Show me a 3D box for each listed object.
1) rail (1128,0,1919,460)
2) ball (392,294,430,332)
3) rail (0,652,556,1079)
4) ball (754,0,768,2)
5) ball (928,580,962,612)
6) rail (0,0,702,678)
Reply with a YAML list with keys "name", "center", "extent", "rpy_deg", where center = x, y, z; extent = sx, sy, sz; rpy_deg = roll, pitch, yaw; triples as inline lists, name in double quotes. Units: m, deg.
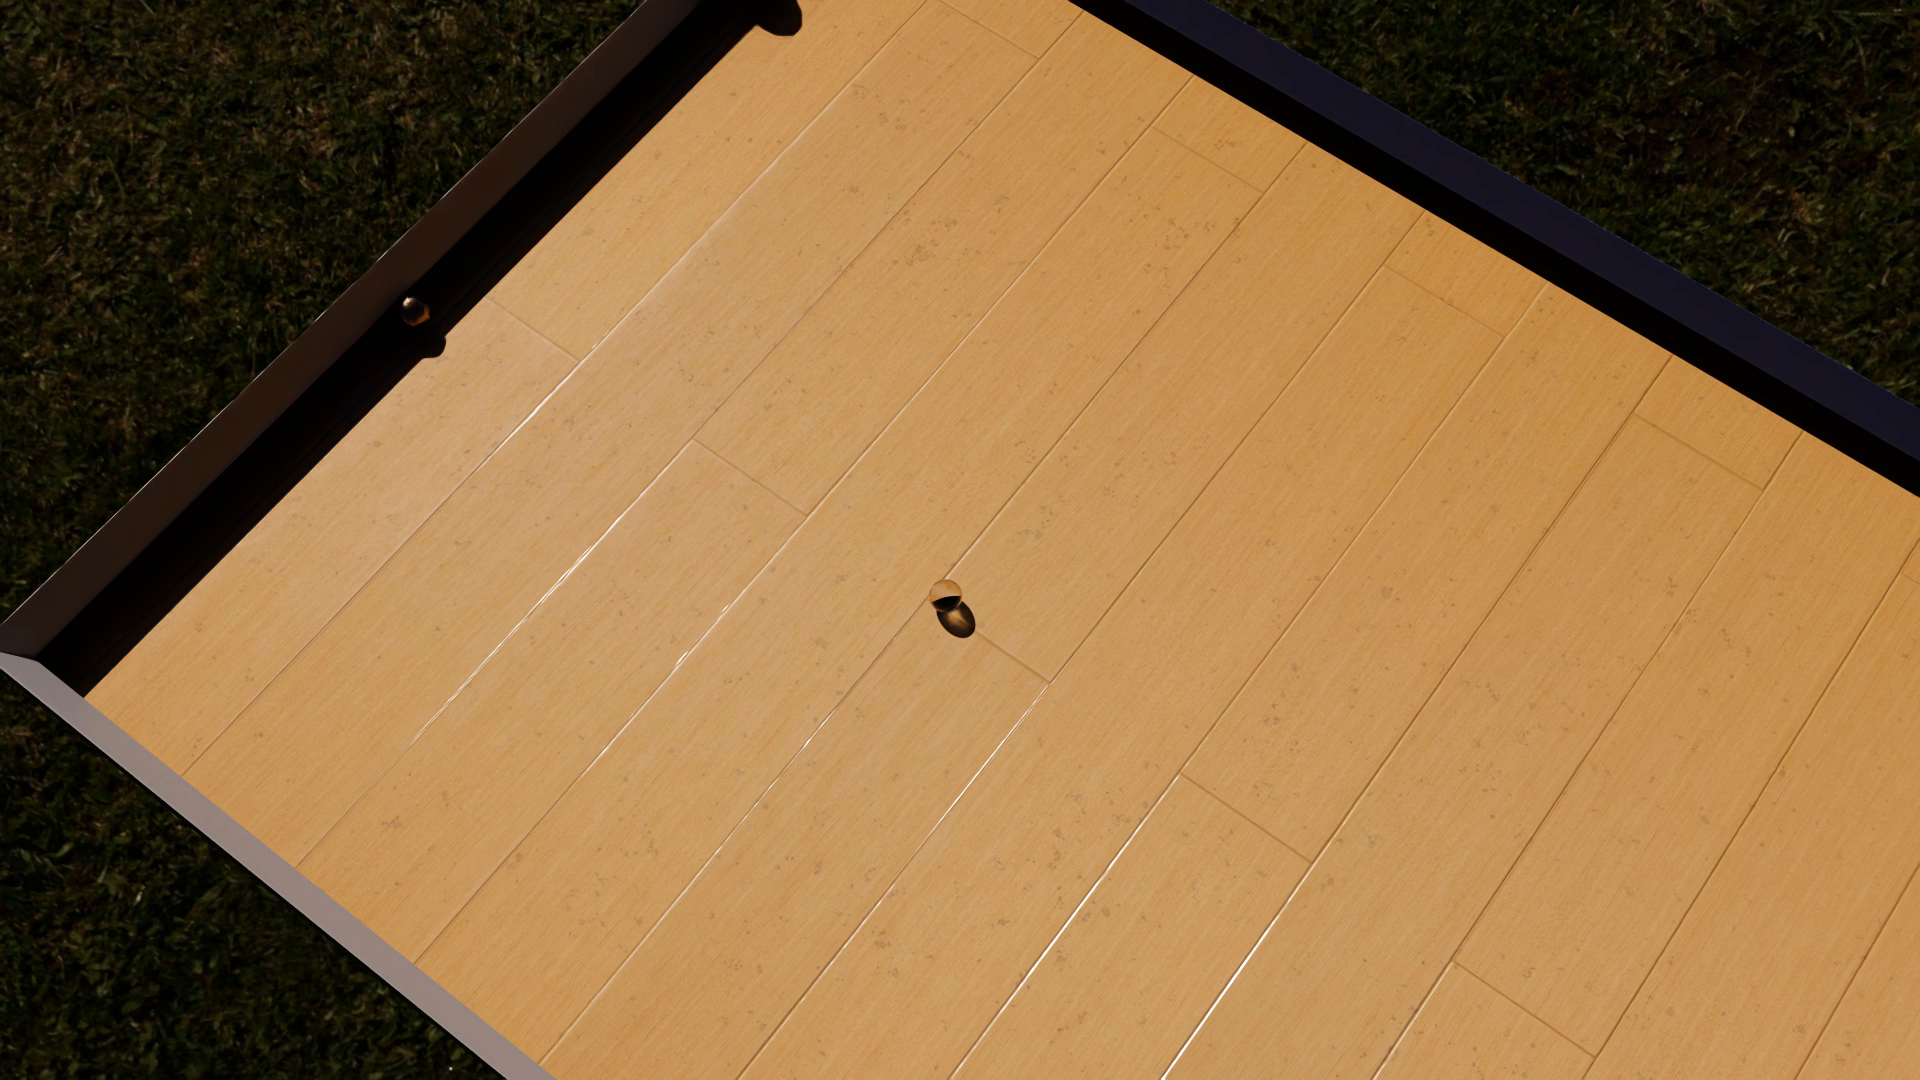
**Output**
- name: "rail"
  center: [1.521, -0.205, 3.678]
  extent: [4.350, 0.116, 0.045]
  rpy_deg: [34, 69, 15]
- name: "ball"
  center: [-0.947, -0.393, 3.801]
  extent: [0.064, 0.064, 0.064]
  rpy_deg: [0, 64, 0]
- name: "rail"
  center: [0.218, 1.350, 2.913]
  extent: [4.350, 0.116, 0.045]
  rpy_deg: [34, 69, 15]
- name: "ball"
  center: [-0.374, -1.052, 4.111]
  extent: [0.089, 0.089, 0.089]
  rpy_deg: [0, 64, 0]
- name: "ball"
  center: [-0.023, 0.091, 3.568]
  extent: [0.054, 0.054, 0.054]
  rpy_deg: [0, 64, 0]
- name: "rail"
  center: [-0.850, -0.588, 3.866]
  extent: [0.045, 0.116, 2.216]
  rpy_deg: [34, 69, 15]
